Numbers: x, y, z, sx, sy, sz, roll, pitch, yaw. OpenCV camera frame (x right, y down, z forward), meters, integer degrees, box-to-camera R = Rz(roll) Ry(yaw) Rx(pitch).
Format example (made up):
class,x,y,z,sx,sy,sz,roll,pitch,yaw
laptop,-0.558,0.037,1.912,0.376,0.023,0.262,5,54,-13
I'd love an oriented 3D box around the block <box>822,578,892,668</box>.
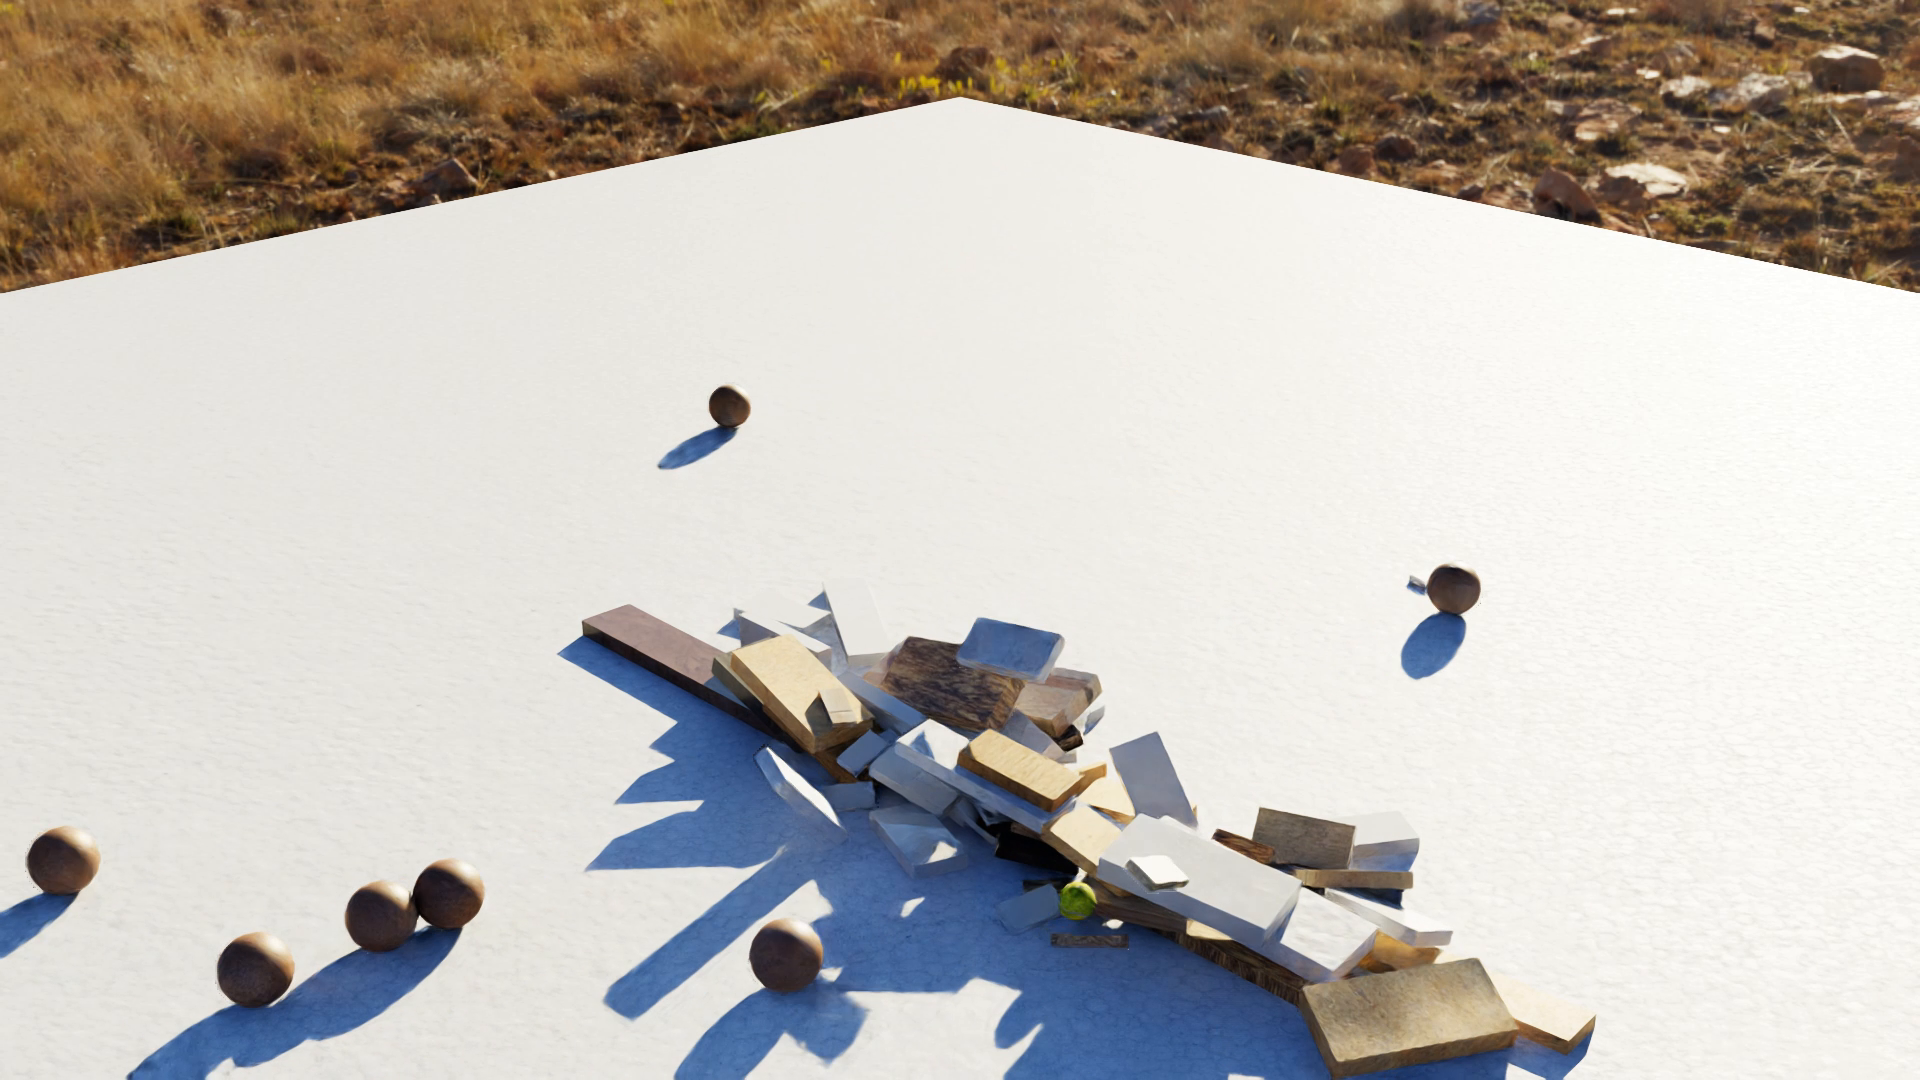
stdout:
class,x,y,z,sx,sy,sz,roll,pitch,yaw
block,-0.247,0.193,5.268,0.107,0.030,0.432,-4,23,-10

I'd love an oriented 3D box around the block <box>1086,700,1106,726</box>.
class,x,y,z,sx,sy,sz,roll,pitch,yaw
block,0.209,0.394,4.792,0.096,0.027,0.228,21,31,36

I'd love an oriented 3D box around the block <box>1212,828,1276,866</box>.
class,x,y,z,sx,sy,sz,roll,pitch,yaw
block,0.542,0.608,4.266,0.126,0.018,0.063,16,60,33

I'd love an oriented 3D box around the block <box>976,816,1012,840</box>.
class,x,y,z,sx,sy,sz,roll,pitch,yaw
block,0.096,0.575,4.343,0.118,0.017,0.059,33,39,28

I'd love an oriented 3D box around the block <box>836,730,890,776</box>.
class,x,y,z,sx,sy,sz,roll,pitch,yaw
block,-0.200,0.437,4.514,0.053,0.015,0.106,33,48,22

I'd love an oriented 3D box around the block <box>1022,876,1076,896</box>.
class,x,y,z,sx,sy,sz,roll,pitch,yaw
block,0.169,0.662,4.183,0.095,0.013,0.047,-3,23,-8

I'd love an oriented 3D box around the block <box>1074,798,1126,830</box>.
class,x,y,z,sx,sy,sz,roll,pitch,yaw
block,0.183,0.534,4.298,0.304,0.032,0.113,27,33,27

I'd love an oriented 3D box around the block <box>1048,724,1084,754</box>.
class,x,y,z,sx,sy,sz,roll,pitch,yaw
block,0.173,0.393,4.649,0.107,0.030,0.213,-23,28,-9

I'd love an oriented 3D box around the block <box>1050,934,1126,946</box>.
class,x,y,z,sx,sy,sz,roll,pitch,yaw
block,0.232,0.721,3.961,0.128,0.018,0.064,-2,-13,13

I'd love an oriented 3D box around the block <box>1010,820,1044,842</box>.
class,x,y,z,sx,sy,sz,roll,pitch,yaw
block,0.160,0.545,4.353,0.082,0.023,0.164,16,21,10

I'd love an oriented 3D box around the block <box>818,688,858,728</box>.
class,x,y,z,sx,sy,sz,roll,pitch,yaw
block,-0.256,0.351,4.589,0.053,0.015,0.106,-3,38,-22

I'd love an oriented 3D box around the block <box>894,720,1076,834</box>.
class,x,y,z,sx,sy,sz,roll,pitch,yaw
block,0.049,0.463,4.316,0.359,0.031,0.111,26,33,27

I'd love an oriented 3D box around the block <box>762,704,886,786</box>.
class,x,y,z,sx,sy,sz,roll,pitch,yaw
block,-0.260,0.406,4.637,0.153,0.043,0.306,-21,47,-40

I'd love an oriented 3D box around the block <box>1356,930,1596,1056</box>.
class,x,y,z,sx,sy,sz,roll,pitch,yaw
block,0.722,0.728,4.007,0.887,0.030,0.105,19,29,37

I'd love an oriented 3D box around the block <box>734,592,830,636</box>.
class,x,y,z,sx,sy,sz,roll,pitch,yaw
block,-0.429,0.182,5.293,0.213,0.030,0.107,15,27,31

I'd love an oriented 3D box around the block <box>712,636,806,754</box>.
class,x,y,z,sx,sy,sz,roll,pitch,yaw
block,-0.385,0.335,4.771,0.153,0.043,0.306,-20,47,-39

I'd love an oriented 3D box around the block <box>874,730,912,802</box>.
class,x,y,z,sx,sy,sz,roll,pitch,yaw
block,-0.116,0.471,4.536,0.185,0.026,0.093,39,41,26

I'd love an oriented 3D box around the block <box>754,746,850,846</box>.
class,x,y,z,sx,sy,sz,roll,pitch,yaw
block,-0.309,0.503,4.312,0.031,0.221,0.111,-41,38,1

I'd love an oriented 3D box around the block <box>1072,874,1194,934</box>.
class,x,y,z,sx,sy,sz,roll,pitch,yaw
block,0.329,0.666,4.071,0.221,0.031,0.110,9,25,20

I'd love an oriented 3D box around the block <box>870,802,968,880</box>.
class,x,y,z,sx,sy,sz,roll,pitch,yaw
block,-0.083,0.589,4.330,0.113,0.032,0.227,-10,25,-22

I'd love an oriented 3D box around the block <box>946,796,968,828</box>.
class,x,y,z,sx,sy,sz,roll,pitch,yaw
block,-0.025,0.505,4.473,0.093,0.026,0.185,-21,47,-42

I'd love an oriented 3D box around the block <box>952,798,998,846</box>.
class,x,y,z,sx,sy,sz,roll,pitch,yaw
block,0.048,0.558,4.382,0.059,0.017,0.118,-22,48,-40

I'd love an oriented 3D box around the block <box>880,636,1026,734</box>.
class,x,y,z,sx,sy,sz,roll,pitch,yaw
block,-0.017,0.304,4.643,0.335,0.047,0.167,7,59,43

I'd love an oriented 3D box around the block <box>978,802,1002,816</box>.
class,x,y,z,sx,sy,sz,roll,pitch,yaw
block,0.088,0.514,4.354,0.095,0.013,0.047,-19,34,-41

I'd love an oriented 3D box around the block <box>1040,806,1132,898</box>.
class,x,y,z,sx,sy,sz,roll,pitch,yaw
block,0.270,0.586,4.147,0.113,0.032,0.227,-18,35,-35

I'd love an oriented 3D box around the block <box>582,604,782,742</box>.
class,x,y,z,sx,sy,sz,roll,pitch,yaw
block,-0.591,0.295,5.016,0.137,0.039,0.745,-20,30,-39

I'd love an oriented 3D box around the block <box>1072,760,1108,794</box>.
class,x,y,z,sx,sy,sz,roll,pitch,yaw
block,0.262,0.492,4.541,0.095,0.047,0.013,-14,27,-30

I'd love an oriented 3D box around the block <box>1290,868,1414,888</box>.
class,x,y,z,sx,sy,sz,roll,pitch,yaw
block,0.738,0.639,4.150,0.217,0.031,0.108,1,-8,3

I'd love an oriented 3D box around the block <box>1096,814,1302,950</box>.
class,x,y,z,sx,sy,sz,roll,pitch,yaw
block,0.429,0.610,3.953,0.328,0.046,0.164,21,33,24

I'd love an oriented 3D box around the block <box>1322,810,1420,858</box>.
class,x,y,z,sx,sy,sz,roll,pitch,yaw
block,0.784,0.585,4.342,0.217,0.031,0.108,-5,23,-11

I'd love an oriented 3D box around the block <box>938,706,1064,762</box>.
class,x,y,z,sx,sy,sz,roll,pitch,yaw
block,0.056,0.407,4.576,0.167,0.047,0.335,-46,42,-4

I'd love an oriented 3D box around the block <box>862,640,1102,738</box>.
class,x,y,z,sx,sy,sz,roll,pitch,yaw
block,0.037,0.319,4.783,0.556,0.047,0.167,8,37,40

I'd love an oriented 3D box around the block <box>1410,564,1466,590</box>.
class,x,y,z,sx,sy,sz,roll,pitch,yaw
block,1.199,0.091,5.523,0.126,0.018,0.063,-13,26,-28

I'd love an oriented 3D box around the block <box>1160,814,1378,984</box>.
class,x,y,z,sx,sy,sz,roll,pitch,yaw
block,0.514,0.652,3.988,0.459,0.046,0.164,25,35,30

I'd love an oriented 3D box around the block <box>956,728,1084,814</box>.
class,x,y,z,sx,sy,sz,roll,pitch,yaw
block,0.116,0.450,4.296,0.221,0.031,0.111,25,32,25

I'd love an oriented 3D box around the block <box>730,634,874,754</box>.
class,x,y,z,sx,sy,sz,roll,pitch,yaw
block,-0.336,0.321,4.655,0.153,0.043,0.306,-17,45,-37

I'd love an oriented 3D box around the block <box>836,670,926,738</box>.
class,x,y,z,sx,sy,sz,roll,pitch,yaw
block,-0.157,0.387,4.666,0.039,0.137,0.275,-33,37,-27

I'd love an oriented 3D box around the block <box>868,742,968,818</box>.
class,x,y,z,sx,sy,sz,roll,pitch,yaw
block,-0.082,0.484,4.438,0.185,0.026,0.093,28,45,23

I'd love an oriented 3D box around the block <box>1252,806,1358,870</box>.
class,x,y,z,sx,sy,sz,roll,pitch,yaw
block,0.665,0.585,4.266,0.192,0.096,0.027,9,-17,22

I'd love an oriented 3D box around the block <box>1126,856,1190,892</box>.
class,x,y,z,sx,sy,sz,roll,pitch,yaw
block,0.337,0.568,3.750,0.063,0.018,0.126,43,18,28

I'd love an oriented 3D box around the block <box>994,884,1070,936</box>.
class,x,y,z,sx,sy,sz,roll,pitch,yaw
block,0.133,0.687,4.086,0.128,0.018,0.064,-16,52,-32

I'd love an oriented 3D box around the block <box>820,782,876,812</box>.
class,x,y,z,sx,sy,sz,roll,pitch,yaw
block,-0.227,0.523,4.471,0.106,0.015,0.053,-4,64,-10

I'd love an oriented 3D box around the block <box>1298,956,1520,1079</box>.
class,x,y,z,sx,sy,sz,roll,pitch,yaw
block,0.759,0.809,3.732,0.328,0.046,0.164,-7,39,-13

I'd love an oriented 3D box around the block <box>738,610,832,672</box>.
class,x,y,z,sx,sy,sz,roll,pitch,yaw
block,-0.394,0.267,4.956,0.039,0.137,0.274,-21,31,-40

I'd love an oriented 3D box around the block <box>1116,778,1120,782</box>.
class,x,y,z,sx,sy,sz,roll,pitch,yaw
block,0.374,0.490,4.583,0.064,0.018,0.128,9,25,21

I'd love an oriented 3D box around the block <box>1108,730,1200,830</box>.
class,x,y,z,sx,sy,sz,roll,pitch,yaw
block,0.383,0.494,4.357,0.105,0.030,0.210,-20,68,-7

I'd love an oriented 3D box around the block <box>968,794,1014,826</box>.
class,x,y,z,sx,sy,sz,roll,pitch,yaw
block,0.061,0.525,4.377,0.059,0.017,0.118,-9,27,-17

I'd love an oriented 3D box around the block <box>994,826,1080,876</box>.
class,x,y,z,sx,sy,sz,roll,pitch,yaw
block,0.153,0.603,4.270,0.164,0.023,0.082,13,23,2

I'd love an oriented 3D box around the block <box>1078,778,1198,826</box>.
class,x,y,z,sx,sy,sz,roll,pitch,yaw
block,0.356,0.542,4.442,0.220,0.031,0.110,13,26,28

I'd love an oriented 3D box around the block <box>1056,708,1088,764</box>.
class,x,y,z,sx,sy,sz,roll,pitch,yaw
block,0.213,0.407,4.685,0.096,0.027,0.192,2,31,10

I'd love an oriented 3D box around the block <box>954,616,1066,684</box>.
class,x,y,z,sx,sy,sz,roll,pitch,yaw
block,0.103,0.223,4.472,0.210,0.030,0.105,11,59,36

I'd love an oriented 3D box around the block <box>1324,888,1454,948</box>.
class,x,y,z,sx,sy,sz,roll,pitch,yaw
block,0.782,0.690,4.031,0.108,0.031,0.217,8,9,-42

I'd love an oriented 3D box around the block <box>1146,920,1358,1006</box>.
class,x,y,z,sx,sy,sz,roll,pitch,yaw
block,0.529,0.746,3.963,0.110,0.031,0.515,-21,31,-40
